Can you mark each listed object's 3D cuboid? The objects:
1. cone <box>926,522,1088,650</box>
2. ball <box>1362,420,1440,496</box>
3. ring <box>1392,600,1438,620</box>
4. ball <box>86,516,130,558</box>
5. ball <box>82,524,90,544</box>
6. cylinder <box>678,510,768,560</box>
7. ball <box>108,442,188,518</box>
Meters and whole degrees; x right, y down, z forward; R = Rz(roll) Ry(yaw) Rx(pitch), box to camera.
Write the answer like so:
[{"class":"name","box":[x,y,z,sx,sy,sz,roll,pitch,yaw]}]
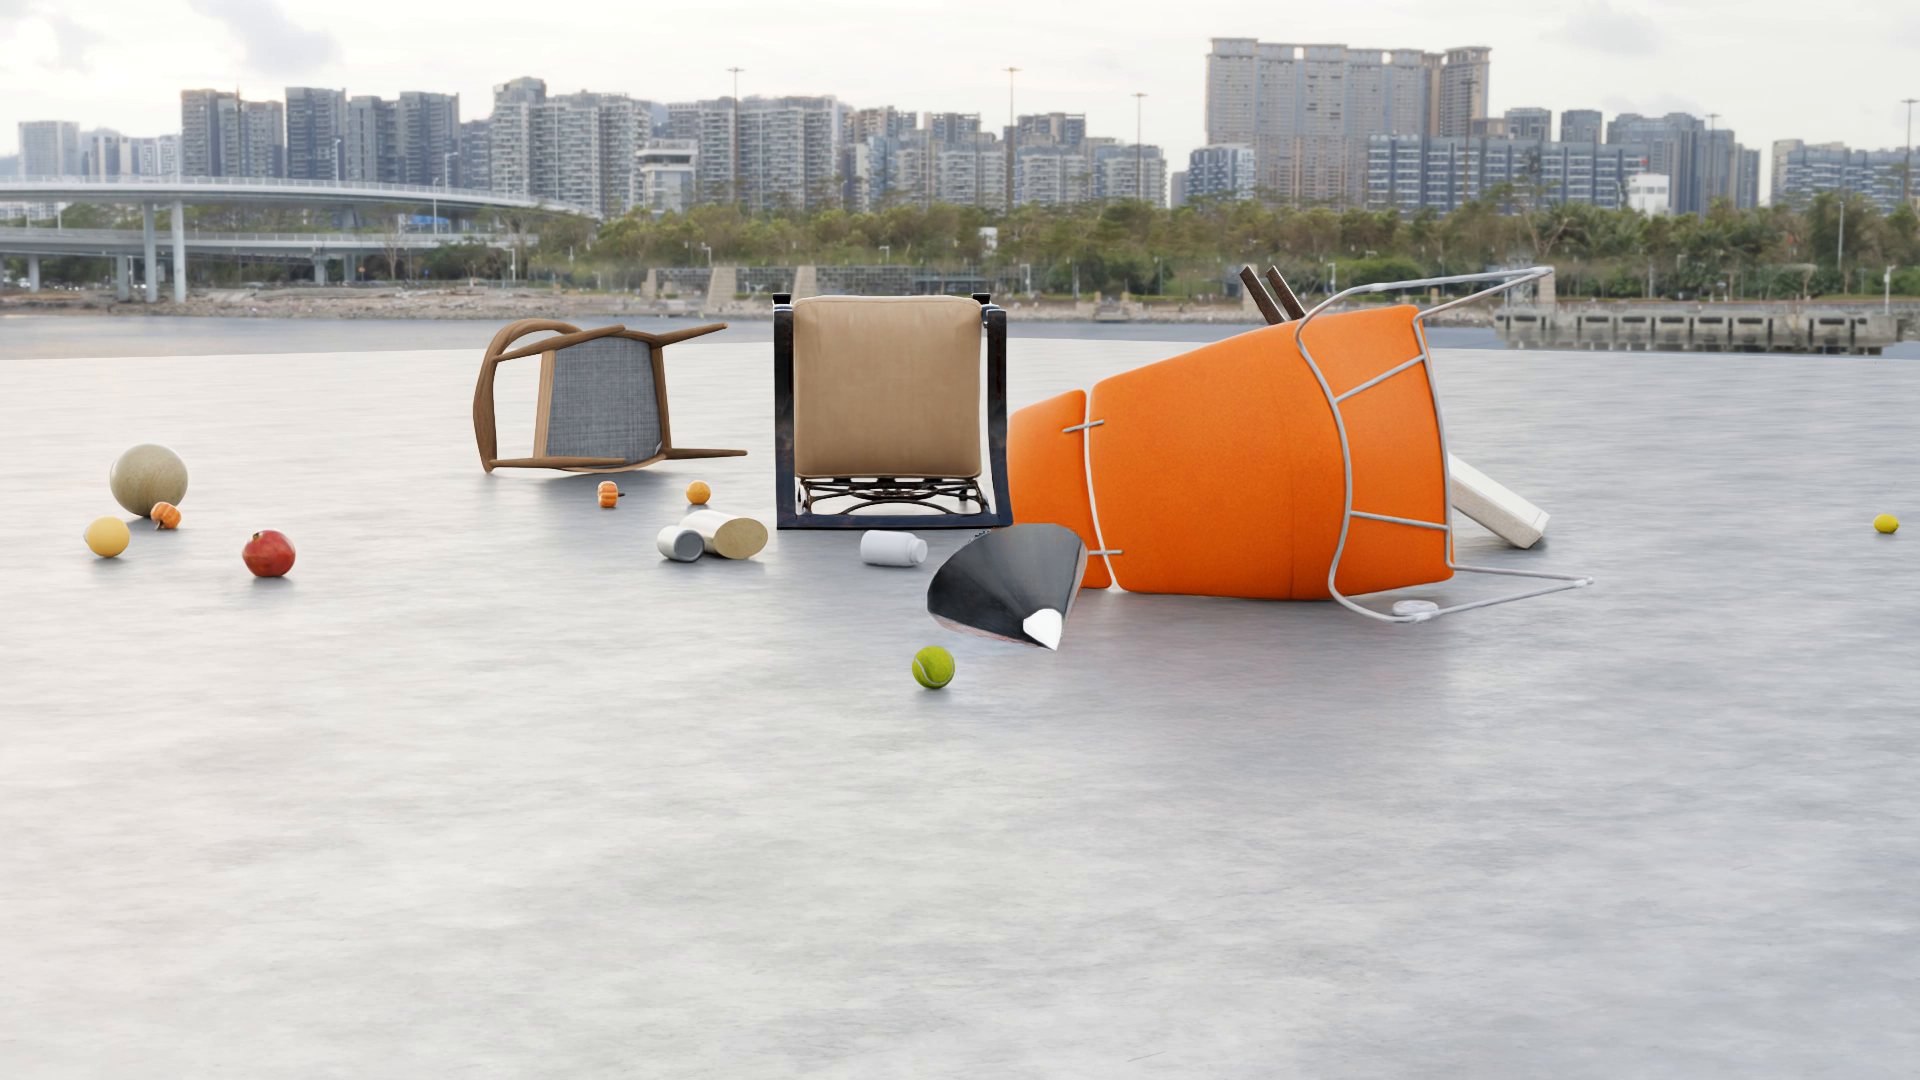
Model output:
[{"class":"cone","box":[0.128,0.133,4.591,0.325,0.257,0.202,-10,42,-23]},{"class":"ball","box":[1.320,-0.244,7.664,0.230,0.230,0.230,0,6,0]},{"class":"ring","box":[0.880,0.135,4.962,0.089,0.029,0.116,0,5,8]},{"class":"ball","box":[-1.997,-0.008,6.015,0.097,0.097,0.097,0,6,0]},{"class":"ball","box":[-2.112,-0.013,6.262,0.057,0.057,0.057,0,6,0]},{"class":"cylinder","box":[-0.564,-0.014,6.083,0.139,0.096,0.230,-8,10,-26]},{"class":"ball","box":[-2.217,-0.166,7.012,0.208,0.208,0.208,0,6,0]}]
